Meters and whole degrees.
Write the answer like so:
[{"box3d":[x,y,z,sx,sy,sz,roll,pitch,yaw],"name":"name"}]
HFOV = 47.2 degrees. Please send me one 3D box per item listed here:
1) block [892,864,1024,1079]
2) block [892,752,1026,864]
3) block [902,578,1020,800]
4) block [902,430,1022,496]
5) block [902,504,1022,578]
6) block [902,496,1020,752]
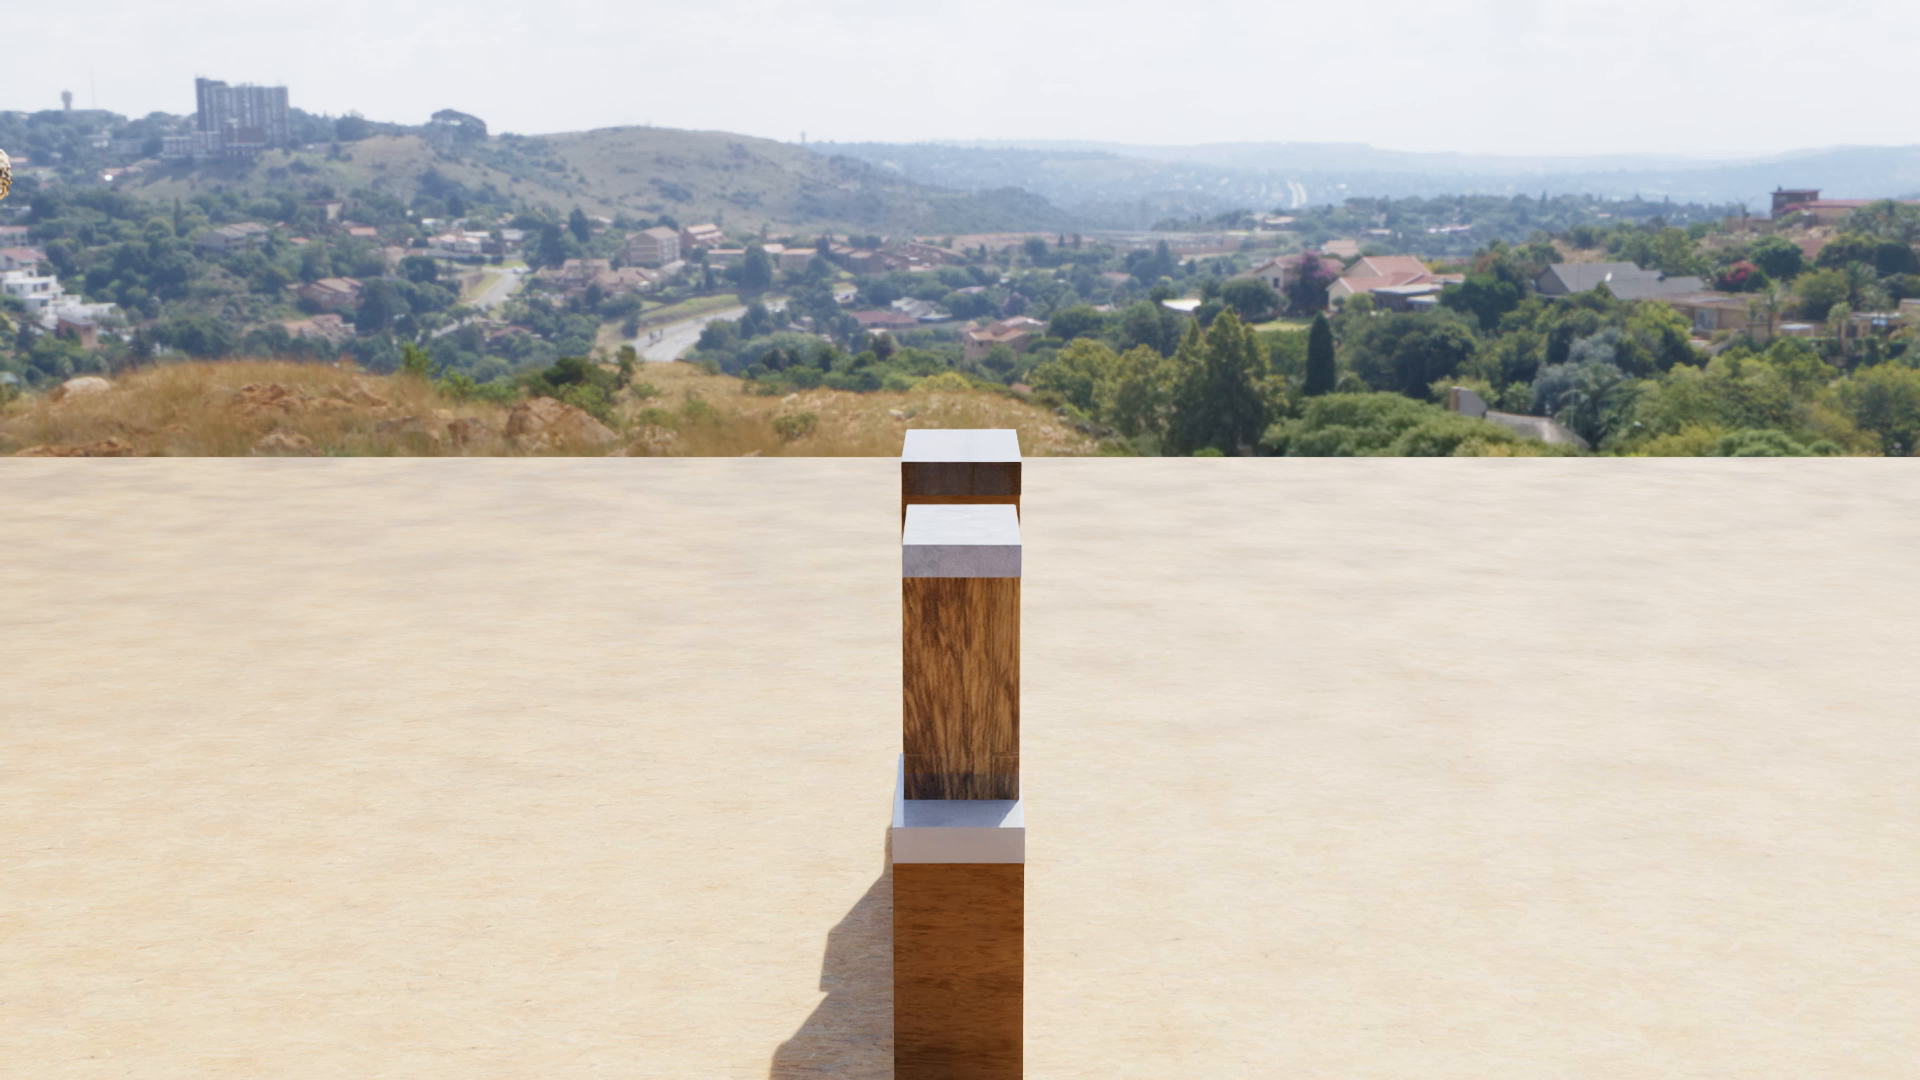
[{"box3d":[-0.002,0.566,2.875,0.169,0.337,0.048,0,11,0],"name":"block"},{"box3d":[-0.002,0.356,2.951,0.169,0.048,0.337,0,11,0],"name":"block"},{"box3d":[0.002,0.188,2.889,0.152,0.304,0.043,0,11,0],"name":"block"},{"box3d":[0.002,-0.122,3.393,0.176,0.050,0.352,0,11,0],"name":"block"},{"box3d":[0.002,-0.001,2.957,0.152,0.043,0.304,0,11,0],"name":"block"},{"box3d":[0.001,0.127,3.320,0.176,0.415,0.050,0,11,0],"name":"block"}]
